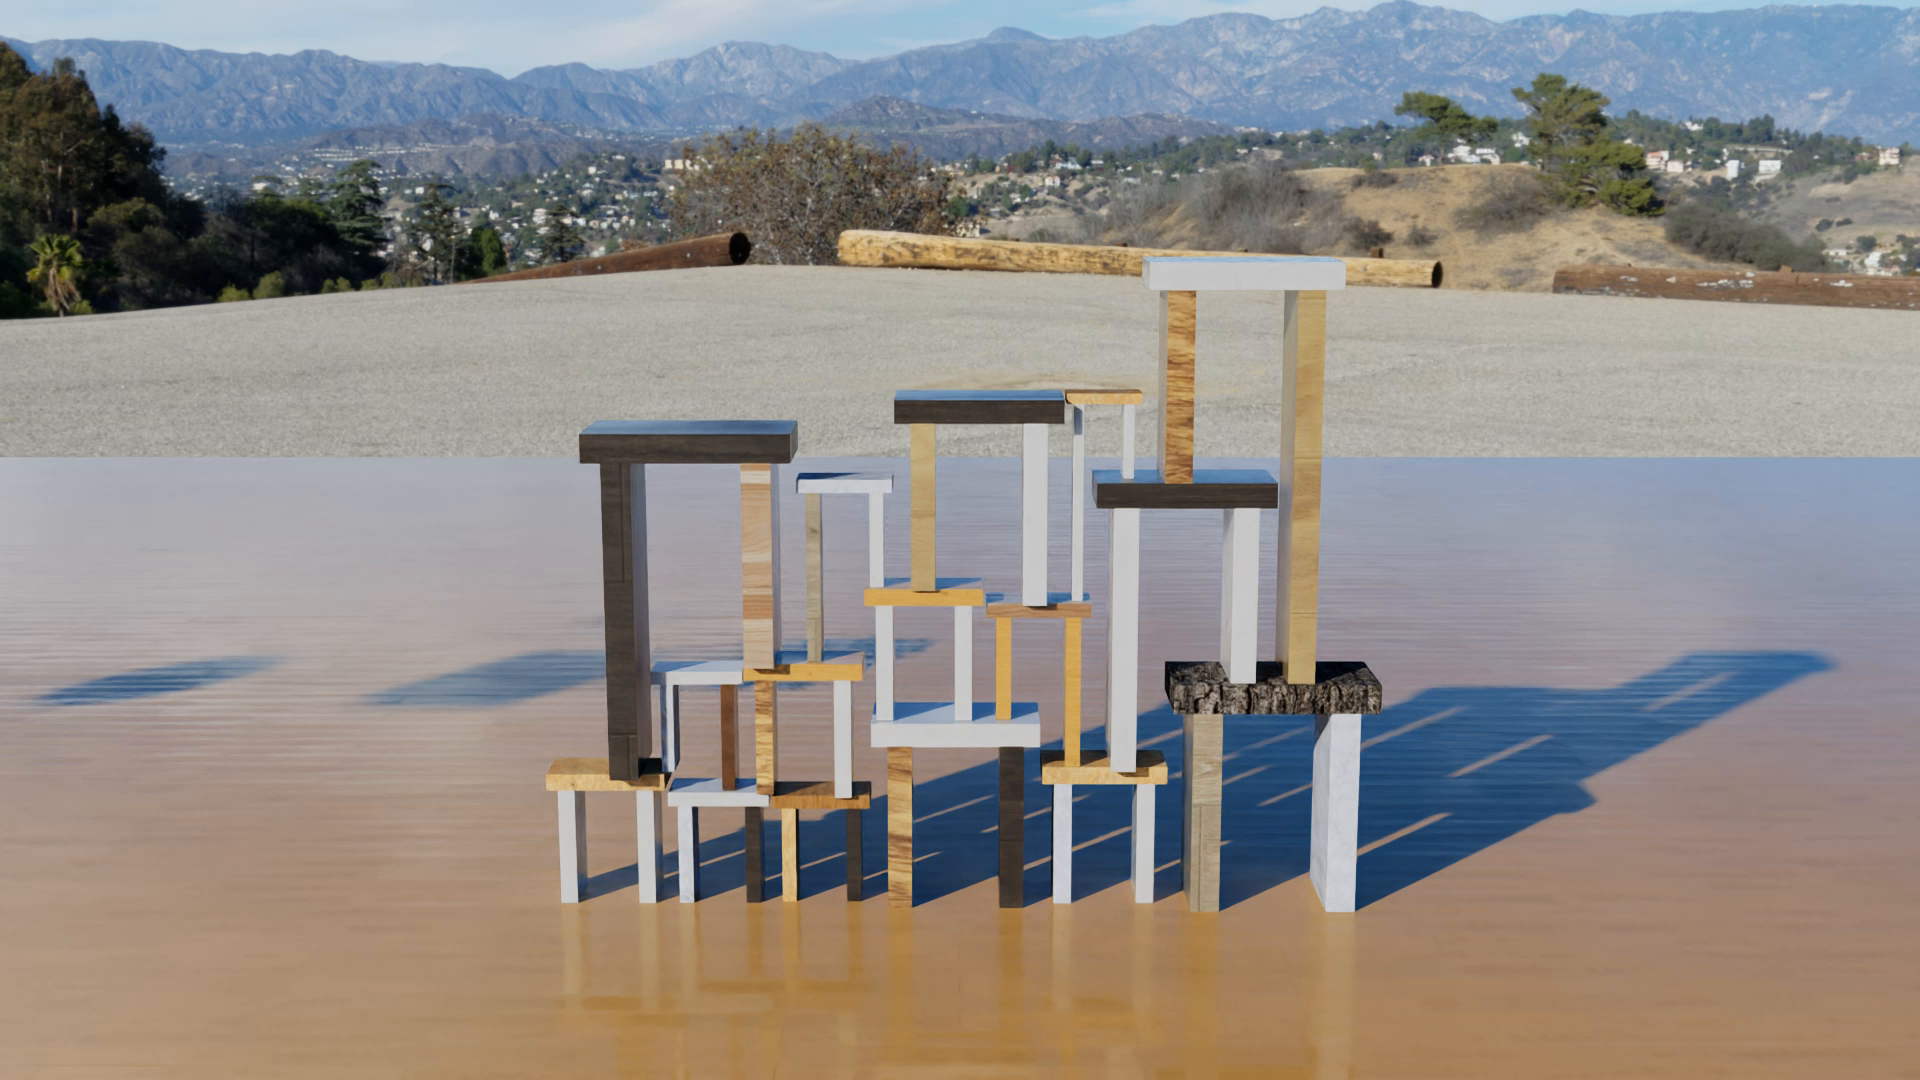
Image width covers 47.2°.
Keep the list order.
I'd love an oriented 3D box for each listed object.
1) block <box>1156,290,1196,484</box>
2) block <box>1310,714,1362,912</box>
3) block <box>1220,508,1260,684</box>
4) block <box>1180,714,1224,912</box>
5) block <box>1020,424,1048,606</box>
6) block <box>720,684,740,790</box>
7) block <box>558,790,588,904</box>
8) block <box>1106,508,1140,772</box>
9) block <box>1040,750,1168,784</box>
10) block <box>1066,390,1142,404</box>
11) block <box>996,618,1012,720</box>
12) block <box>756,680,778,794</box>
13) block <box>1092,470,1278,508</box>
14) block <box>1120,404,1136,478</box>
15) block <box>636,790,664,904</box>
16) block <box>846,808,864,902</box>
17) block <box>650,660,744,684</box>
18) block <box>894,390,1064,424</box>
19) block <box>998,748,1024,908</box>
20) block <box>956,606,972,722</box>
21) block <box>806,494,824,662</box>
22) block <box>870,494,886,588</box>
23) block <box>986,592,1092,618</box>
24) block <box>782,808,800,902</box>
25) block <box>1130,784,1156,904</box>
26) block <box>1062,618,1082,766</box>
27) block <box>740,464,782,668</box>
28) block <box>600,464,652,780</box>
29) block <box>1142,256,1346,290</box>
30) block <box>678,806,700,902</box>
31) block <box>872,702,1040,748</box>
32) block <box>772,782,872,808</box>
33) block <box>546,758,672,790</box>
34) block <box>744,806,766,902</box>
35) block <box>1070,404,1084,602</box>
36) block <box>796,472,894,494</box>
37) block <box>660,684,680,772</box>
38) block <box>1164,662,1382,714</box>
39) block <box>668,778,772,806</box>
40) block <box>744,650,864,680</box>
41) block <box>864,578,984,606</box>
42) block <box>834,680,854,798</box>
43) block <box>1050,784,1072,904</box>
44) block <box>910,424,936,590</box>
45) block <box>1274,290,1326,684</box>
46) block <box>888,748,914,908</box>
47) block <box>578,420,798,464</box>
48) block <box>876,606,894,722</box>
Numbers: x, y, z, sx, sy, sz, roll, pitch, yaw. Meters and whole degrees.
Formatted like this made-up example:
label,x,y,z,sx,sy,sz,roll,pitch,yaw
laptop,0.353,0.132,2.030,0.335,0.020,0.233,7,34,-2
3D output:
label,x,y,z,sx,sy,sz,roll,pitch,yaw
block,0.345,-0.252,3.511,0.043,0.303,0.152,0,11,0
block,0.620,0.427,3.635,0.047,0.332,0.166,0,11,0
block,0.454,0.077,3.571,0.040,0.285,0.143,0,11,0
block,0.398,0.427,3.635,0.047,0.332,0.166,0,11,0
block,0.120,-0.051,3.554,0.038,0.293,0.134,0,11,0
block,-0.379,0.316,3.623,0.021,0.179,0.074,0,11,0
block,-0.643,0.495,3.654,0.027,0.193,0.096,0,11,0
block,0.264,0.150,3.584,0.040,0.432,0.143,0,11,0
block,0.236,0.375,3.634,0.203,0.029,0.102,0,11,0
block,0.230,-0.229,3.519,0.120,0.017,0.060,0,11,0
block,0.071,0.201,3.596,0.024,0.169,0.085,0,11,0
block,-0.317,0.312,3.614,0.027,0.191,0.095,0,10,0
block,0.359,-0.083,3.541,0.285,0.040,0.143,0,11,0
block,0.269,-0.162,3.531,0.017,0.120,0.060,0,11,0
block,-0.514,0.495,3.654,0.027,0.193,0.096,0,11,0
block,-0.175,0.511,3.656,0.023,0.159,0.080,0,10,0
block,-0.428,0.217,3.605,0.148,0.021,0.074,0,11,-1
block,0.031,-0.213,3.524,0.268,0.038,0.134,0,11,0
block,0.084,0.456,3.643,0.039,0.273,0.136,0,11,0
block,0.006,0.191,3.591,0.027,0.191,0.095,0,11,0
block,-0.236,0.054,3.575,0.022,0.276,0.076,0,11,0
block,-0.134,-0.006,3.563,0.022,0.153,0.076,0,11,0
block,0.127,0.106,3.579,0.169,0.024,0.085,0,11,0
block,-0.281,0.511,3.656,0.023,0.159,0.080,0,11,0
block,0.304,0.489,3.655,0.029,0.203,0.102,0,11,0
block,0.183,0.240,3.603,0.024,0.248,0.085,0,11,0
block,-0.322,0.028,3.568,0.047,0.331,0.166,0,11,0
block,-0.543,0.119,3.584,0.047,0.517,0.166,0,11,0
block,0.446,-0.422,3.480,0.303,0.043,0.152,0,11,0
block,-0.450,0.509,3.652,0.023,0.165,0.082,0,11,0
block,-0.007,0.303,3.615,0.273,0.039,0.136,0,11,0
block,-0.228,0.422,3.640,0.159,0.023,0.080,0,11,0
block,-0.579,0.387,3.634,0.193,0.027,0.096,0,11,0
block,-0.340,0.509,3.652,0.023,0.165,0.082,0,10,0
block,0.190,-0.064,3.549,0.017,0.320,0.060,0,11,0
block,-0.185,-0.092,3.547,0.153,0.022,0.076,0,11,0
block,-0.477,0.300,3.621,0.021,0.148,0.074,0,11,0
block,0.509,0.241,3.600,0.332,0.047,0.166,0,11,0
block,-0.395,0.417,3.635,0.165,0.023,0.082,0,10,0
block,-0.254,0.205,3.594,0.191,0.027,0.095,0,11,0
block,-0.058,0.084,3.571,0.191,0.027,0.095,0,11,0
block,-0.190,0.315,3.614,0.027,0.197,0.095,0,11,0
block,0.168,0.489,3.655,0.029,0.203,0.102,0,11,0
block,-0.059,-0.063,3.552,0.038,0.268,0.134,0,11,0
block,0.547,-0.092,3.541,0.043,0.629,0.152,0,11,0
block,-0.098,0.456,3.643,0.039,0.273,0.136,0,11,0
block,-0.432,-0.158,3.533,0.331,0.047,0.166,0,11,0
block,-0.122,0.191,3.591,0.027,0.191,0.095,0,11,0
